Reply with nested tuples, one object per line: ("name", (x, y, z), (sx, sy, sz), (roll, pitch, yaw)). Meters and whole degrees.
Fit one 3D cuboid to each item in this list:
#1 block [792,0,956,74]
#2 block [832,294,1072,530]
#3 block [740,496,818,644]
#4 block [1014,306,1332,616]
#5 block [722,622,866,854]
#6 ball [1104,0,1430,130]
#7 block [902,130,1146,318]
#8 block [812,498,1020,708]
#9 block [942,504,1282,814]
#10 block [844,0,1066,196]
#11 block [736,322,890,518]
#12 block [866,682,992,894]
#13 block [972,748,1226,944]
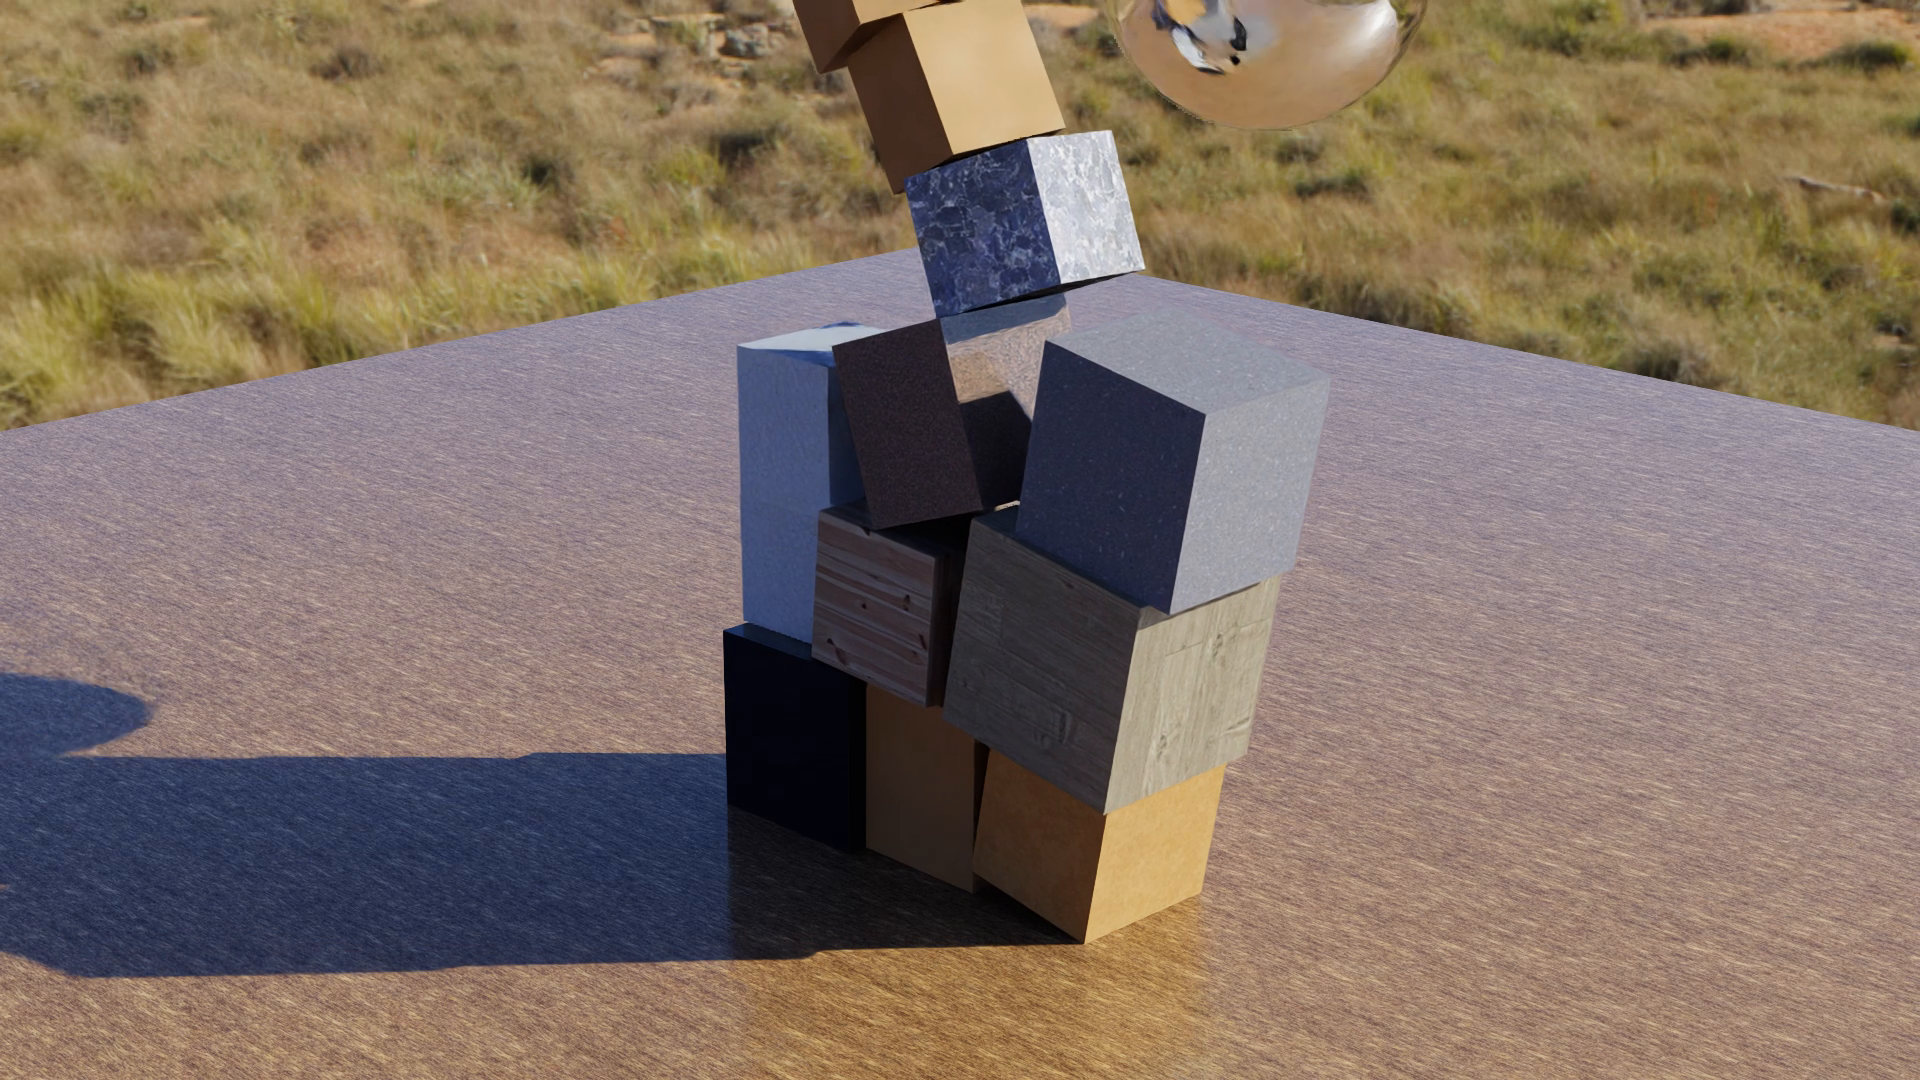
("block", (-0.325, -2.623, 13.108), (0.748, 0.719, 0.725), (-20, -2, -19))
("block", (0.040, -0.574, 13.097), (0.787, 0.842, 0.719), (-16, 4, -43))
("block", (-0.614, 0.076, 14.025), (0.604, 0.658, 0.617), (-17, 24, -42))
("block", (0.887, -0.351, 12.299), (0.870, 0.893, 0.830), (28, 31, 36))
("block", (-0.504, 0.854, 14.141), (0.901, 0.892, 0.876), (-17, 24, -42))
("ball", (1.467, -2.767, 14.010), (1.600, 1.600, 1.600), (0, 17, 0))
("block", (0.284, -1.386, 12.878), (0.685, 0.630, 0.666), (-13, 2, 37))
("block", (-0.094, 0.223, 13.491), (0.751, 0.719, 0.865), (22, 27, 40))
("block", (0.661, 0.431, 12.788), (0.973, 0.981, 0.959), (28, 31, 37))
("block", (-0.024, -1.995, 13.076), (0.615, 0.659, 0.561), (-18, -3, -32))
("block", (-0.573, -0.568, 13.760), (0.622, 0.728, 0.692), (16, 24, 42))
("block", (0.065, 1.041, 13.604), (0.700, 0.846, 0.716), (18, 25, 42))
("block", (0.616, 1.225, 13.079), (0.776, 0.702, 0.709), (-17, 35, -42))
